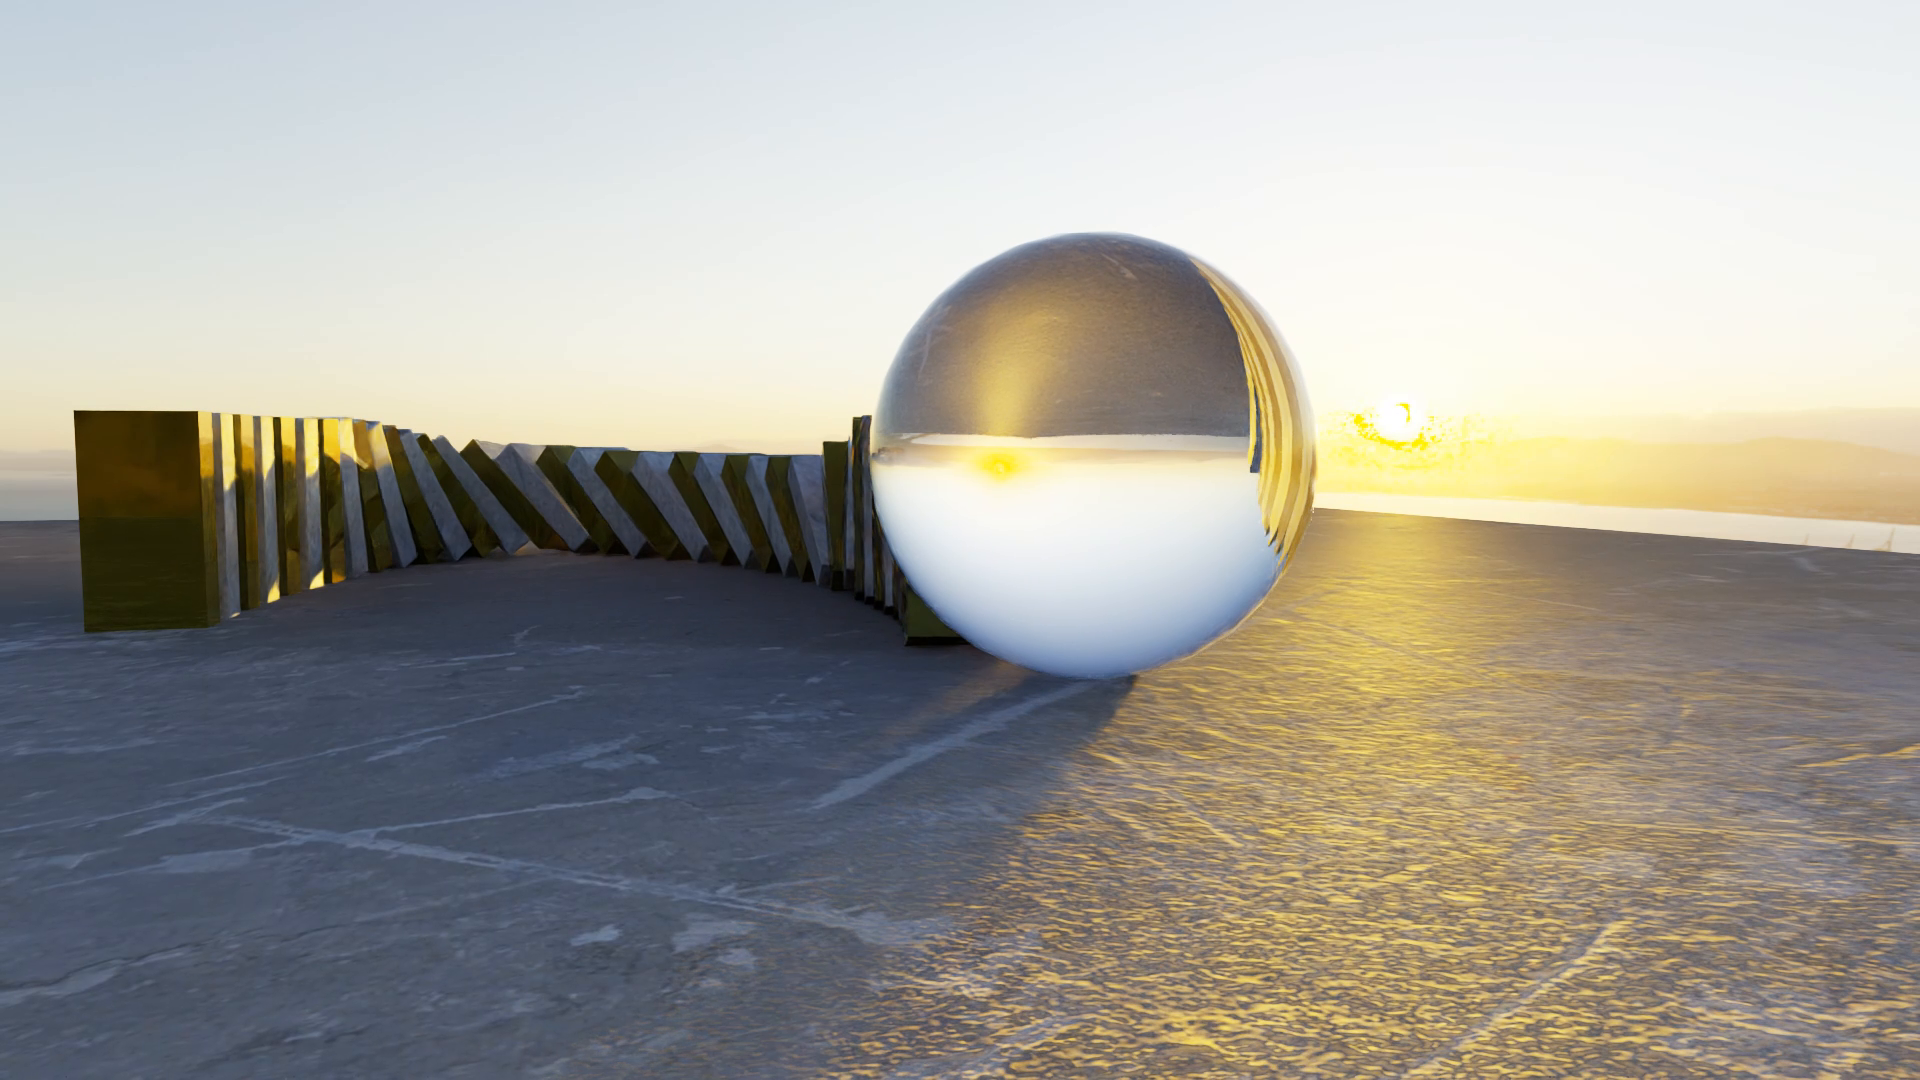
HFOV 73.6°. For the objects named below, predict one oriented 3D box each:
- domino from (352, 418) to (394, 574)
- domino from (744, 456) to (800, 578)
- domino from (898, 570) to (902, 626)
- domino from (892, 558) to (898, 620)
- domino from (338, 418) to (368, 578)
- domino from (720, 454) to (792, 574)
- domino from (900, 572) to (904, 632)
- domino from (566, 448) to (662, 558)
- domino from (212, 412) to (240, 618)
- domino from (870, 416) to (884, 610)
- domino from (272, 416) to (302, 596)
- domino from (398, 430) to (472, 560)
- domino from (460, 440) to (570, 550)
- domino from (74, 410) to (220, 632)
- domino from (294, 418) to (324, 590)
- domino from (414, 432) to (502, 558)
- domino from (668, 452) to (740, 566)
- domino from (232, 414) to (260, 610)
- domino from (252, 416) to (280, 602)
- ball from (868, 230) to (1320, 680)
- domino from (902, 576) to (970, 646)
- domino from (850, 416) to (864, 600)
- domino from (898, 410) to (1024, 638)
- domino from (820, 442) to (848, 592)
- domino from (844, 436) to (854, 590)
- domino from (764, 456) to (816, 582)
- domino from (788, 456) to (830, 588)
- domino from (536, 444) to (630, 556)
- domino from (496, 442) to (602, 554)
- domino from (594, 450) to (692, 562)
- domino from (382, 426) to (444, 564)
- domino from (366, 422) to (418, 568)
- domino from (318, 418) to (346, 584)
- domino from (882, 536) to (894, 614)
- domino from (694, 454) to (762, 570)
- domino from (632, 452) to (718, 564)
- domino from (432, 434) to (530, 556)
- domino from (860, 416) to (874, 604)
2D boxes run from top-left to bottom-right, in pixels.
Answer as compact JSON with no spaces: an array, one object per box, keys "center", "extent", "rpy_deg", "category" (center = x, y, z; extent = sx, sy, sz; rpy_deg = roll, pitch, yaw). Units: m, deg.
[{"center":[-0.204,-0.014,0.420],"extent":[0.025,0.050,0.009],"rpy_deg":[0,21,7],"category":"domino"},{"center":[-0.053,-0.009,0.428],"extent":[0.025,0.009,0.050],"rpy_deg":[-2,43,-27],"category":"domino"},{"center":[-0.002,-0.005,0.304],"extent":[0.025,0.050,0.010],"rpy_deg":[-1,-16,-7],"category":"domino"},{"center":[-0.004,-0.006,0.314],"extent":[0.025,0.050,0.009],"rpy_deg":[-1,-16,-7],"category":"domino"},{"center":[-0.204,-0.013,0.406],"extent":[0.025,0.050,0.010],"rpy_deg":[0,14,1],"category":"domino"},{"center":[-0.062,-0.010,0.441],"extent":[0.025,0.010,0.050],"rpy_deg":[-3,44,-31],"category":"domino"},{"center":[-0.001,-0.005,0.294],"extent":[0.025,0.050,0.010],"rpy_deg":[-1,-16,-7],"category":"domino"},{"center":[-0.126,-0.015,0.491],"extent":[0.050,0.010,0.025],"rpy_deg":[49,27,20],"category":"domino"},{"center":[-0.191,-0.006,0.312],"extent":[0.025,0.050,0.009],"rpy_deg":[-1,4,-14],"category":"domino"},{"center":[-0.010,-0.008,0.334],"extent":[0.025,0.050,0.009],"rpy_deg":[-1,-16,-7],"category":"domino"},{"center":[-0.201,-0.010,0.361],"extent":[0.025,0.050,0.009],"rpy_deg":[-1,4,-7],"category":"domino"},{"center":[-0.199,-0.016,0.462],"extent":[0.025,0.050,0.009],"rpy_deg":[2,37,24],"category":"domino"},{"center":[-0.172,-0.017,0.505],"extent":[0.010,0.050,0.025],"rpy_deg":[-44,-7,6],"category":"domino"},{"center":[-0.187,-0.005,0.296],"extent":[0.025,0.050,0.009],"rpy_deg":[-1,4,-14],"category":"domino"},{"center":[-0.203,-0.011,0.377],"extent":[0.025,0.050,0.010],"rpy_deg":[0,4,-5],"category":"domino"},{"center":[-0.194,-0.016,0.477],"extent":[0.025,0.050,0.010],"rpy_deg":[4,40,41],"category":"domino"},{"center":[-0.084,-0.012,0.465],"extent":[0.025,0.010,0.050],"rpy_deg":[-3,45,-40],"category":"domino"},{"center":[-0.195,-0.007,0.328],"extent":[0.025,0.050,0.009],"rpy_deg":[-1,4,-13],"category":"domino"},{"center":[-0.199,-0.008,0.344],"extent":[0.025,0.050,0.010],"rpy_deg":[-1,4,-11],"category":"domino"},{"center":[0.024,-0.015,0.232],"extent":[0.080,0.080,0.080],"rpy_deg":[0,4,0],"category":"ball"},{"center":[0.000,-0.003,0.274],"extent":[0.025,0.050,0.009],"rpy_deg":[-1,-16,-7],"category":"domino"},{"center":[-0.017,-0.009,0.353],"extent":[0.025,0.050,0.010],"rpy_deg":[-1,-16,-8],"category":"domino"},{"center":[0.000,-0.004,0.284],"extent":[0.025,0.050,0.009],"rpy_deg":[-1,-16,-7],"category":"domino"},{"center":[-0.027,-0.008,0.384],"extent":[0.025,0.050,0.010],"rpy_deg":[0,-38,-11],"category":"domino"},{"center":[-0.021,-0.008,0.373],"extent":[0.025,0.050,0.010],"rpy_deg":[4,-39,-8],"category":"domino"},{"center":[-0.044,-0.008,0.414],"extent":[0.025,0.009,0.050],"rpy_deg":[-2,43,-25],"category":"domino"},{"center":[-0.036,-0.007,0.399],"extent":[0.025,0.010,0.050],"rpy_deg":[-2,43,-20],"category":"domino"},{"center":[-0.140,-0.016,0.498],"extent":[0.050,0.010,0.025],"rpy_deg":[49,23,18],"category":"domino"},{"center":[-0.156,-0.017,0.502],"extent":[0.050,0.010,0.025],"rpy_deg":[47,13,11],"category":"domino"},{"center":[-0.113,-0.014,0.482],"extent":[0.050,0.010,0.025],"rpy_deg":[47,26,21],"category":"domino"},{"center":[-0.202,-0.015,0.447],"extent":[0.025,0.050,0.010],"rpy_deg":[1,32,15],"category":"domino"},{"center":[-0.203,-0.015,0.433],"extent":[0.025,0.050,0.009],"rpy_deg":[1,27,9],"category":"domino"},{"center":[-0.204,-0.012,0.393],"extent":[0.025,0.050,0.010],"rpy_deg":[0,6,-1],"category":"domino"},{"center":[-0.007,-0.007,0.324],"extent":[0.025,0.050,0.009],"rpy_deg":[-1,-16,-7],"category":"domino"},{"center":[-0.073,-0.011,0.454],"extent":[0.025,0.009,0.050],"rpy_deg":[-3,45,-36],"category":"domino"},{"center":[-0.098,-0.013,0.475],"extent":[0.025,0.010,0.050],"rpy_deg":[-5,47,-49],"category":"domino"},{"center":[-0.186,-0.017,0.492],"extent":[0.010,0.050,0.025],"rpy_deg":[-41,20,-18],"category":"domino"},{"center":[-0.013,-0.008,0.344],"extent":[0.025,0.050,0.009],"rpy_deg":[-1,-16,-7],"category":"domino"}]
